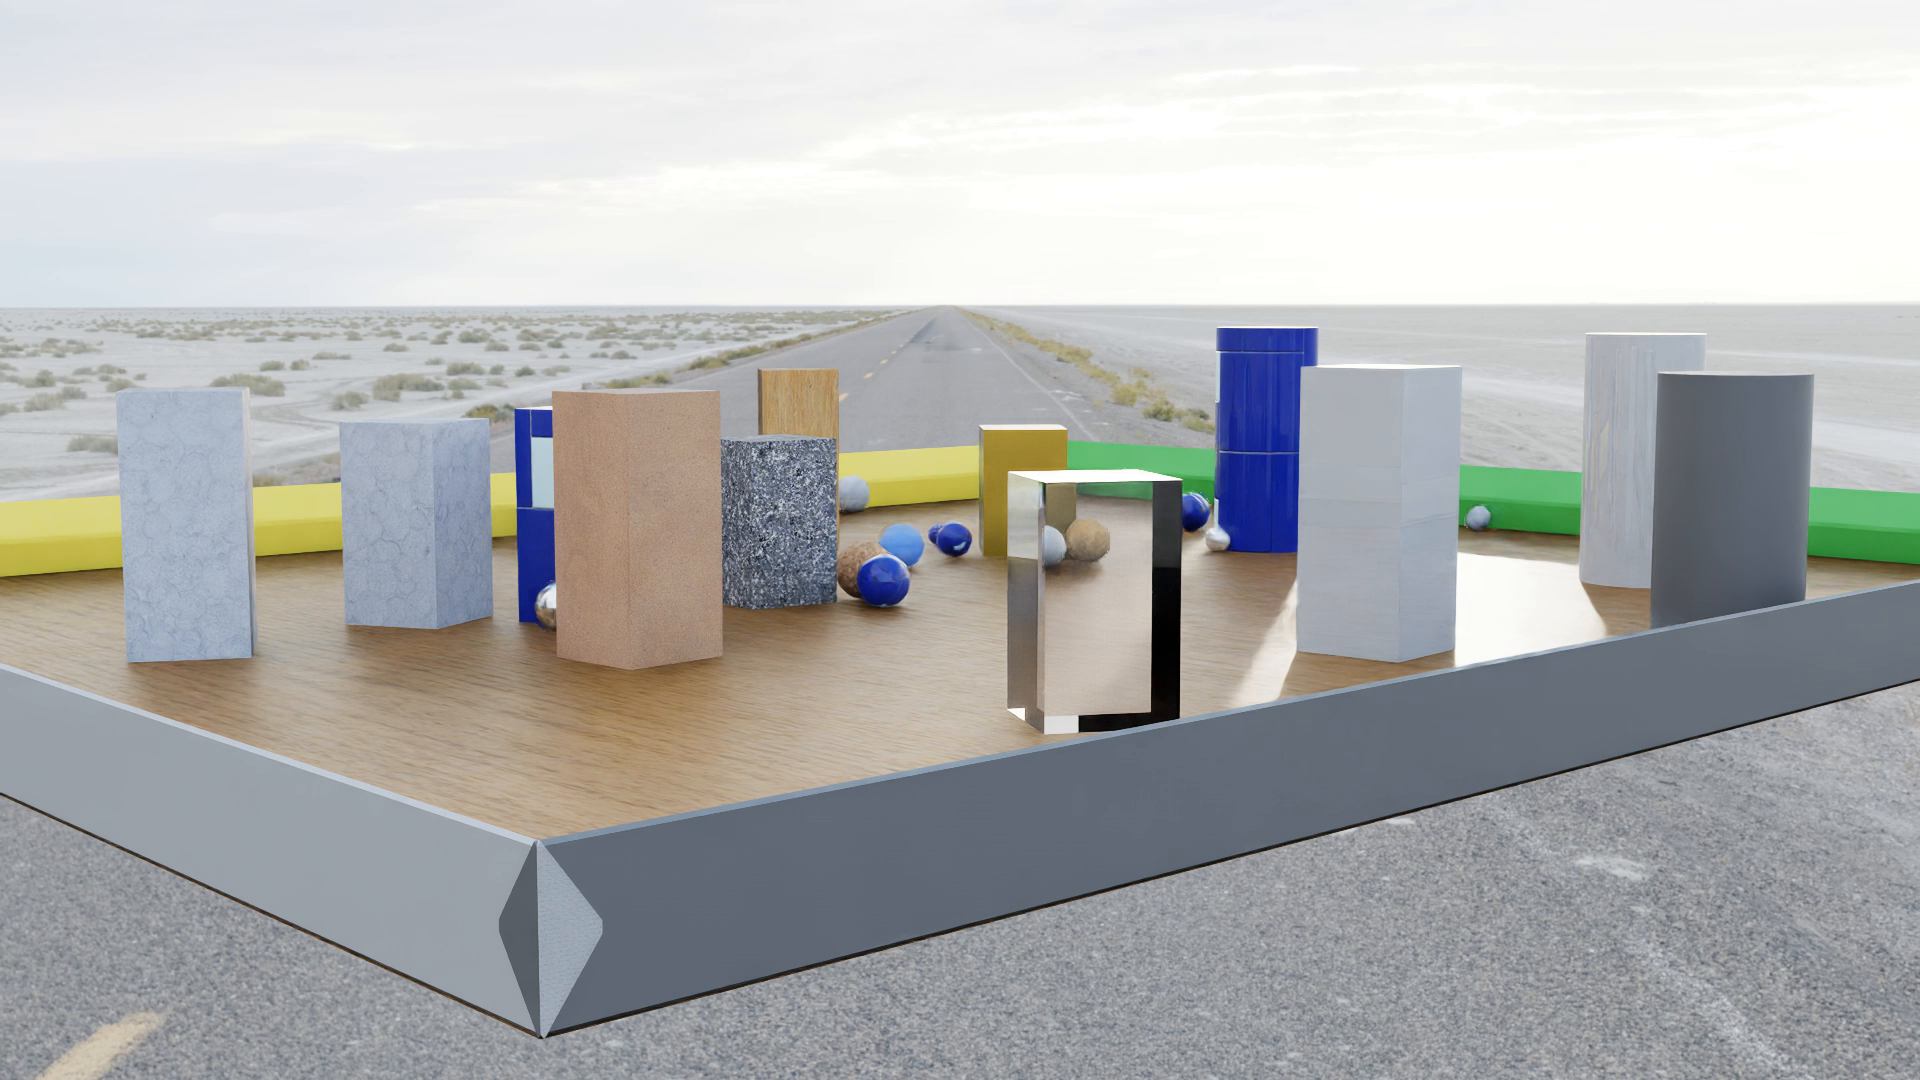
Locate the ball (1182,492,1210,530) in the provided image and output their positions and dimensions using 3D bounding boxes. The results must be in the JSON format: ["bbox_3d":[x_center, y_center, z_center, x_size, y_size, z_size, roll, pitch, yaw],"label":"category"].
[{"bbox_3d":[0.461,-0.056,4.388,0.075,0.075,0.075,0,6,0],"label":"ball"}]

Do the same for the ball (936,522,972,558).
[{"bbox_3d":[-0.010,-0.001,3.923,0.063,0.063,0.063,0,6,0],"label":"ball"}]

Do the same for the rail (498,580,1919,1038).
[{"bbox_3d":[0.868,0.131,2.397,3.101,0.121,0.045,-6,8,-42],"label":"rail"}]

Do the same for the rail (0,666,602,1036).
[{"bbox_3d":[-1.122,0.141,2.303,0.045,0.121,2.607,-6,8,-42],"label":"rail"}]

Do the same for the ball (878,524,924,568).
[{"bbox_3d":[-0.100,0.010,3.756,0.077,0.077,0.077,0,6,0],"label":"ball"}]

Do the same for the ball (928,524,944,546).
[{"bbox_3d":[-0.039,-0.010,4.115,0.041,0.041,0.041,0,6,0],"label":"ball"}]

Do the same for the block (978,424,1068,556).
[{"bbox_3d":[0.113,-0.091,3.996,0.149,0.228,0.149,0,6,-3],"label":"block"}]

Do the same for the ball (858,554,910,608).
[{"bbox_3d":[-0.113,0.061,3.268,0.079,0.079,0.079,0,6,0],"label":"ball"}]

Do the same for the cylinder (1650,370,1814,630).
[{"bbox_3d":[0.979,-0.031,2.796,0.187,0.361,0.187,0,6,0],"label":"cylinder"}]

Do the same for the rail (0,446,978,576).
[{"bbox_3d":[-0.868,-0.068,4.268,3.101,0.121,0.045,-6,8,-42],"label":"rail"}]

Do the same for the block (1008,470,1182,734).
[{"bbox_3d":[0.143,0.062,2.374,0.149,0.264,0.149,-1,6,-14],"label":"block"}]

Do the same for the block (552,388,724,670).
[{"bbox_3d":[-0.409,-0.020,2.792,0.149,0.339,0.149,6,8,42],"label":"block"}]

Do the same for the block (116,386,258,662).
[{"bbox_3d":[-0.994,-0.025,2.837,0.149,0.339,0.149,-2,6,-14],"label":"block"}]

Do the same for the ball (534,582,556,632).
[{"bbox_3d":[-0.548,0.092,3.015,0.070,0.070,0.070,0,6,0],"label":"ball"}]

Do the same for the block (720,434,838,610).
[{"bbox_3d":[-0.291,-0.031,3.331,0.149,0.248,0.149,-5,8,-37],"label":"block"}]

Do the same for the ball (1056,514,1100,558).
[{"bbox_3d":[0.210,-0.006,3.896,0.079,0.079,0.079,0,6,0],"label":"ball"}]

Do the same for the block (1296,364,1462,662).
[{"bbox_3d":[0.542,-0.040,2.846,0.149,0.368,0.149,5,8,41],"label":"block"}]

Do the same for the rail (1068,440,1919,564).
[{"bbox_3d":[1.122,-0.078,4.362,0.045,0.121,2.607,-6,8,-42],"label":"rail"}]

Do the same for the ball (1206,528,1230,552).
[{"bbox_3d":[0.470,-0.001,4.009,0.045,0.045,0.045,0,6,0],"label":"ball"}]

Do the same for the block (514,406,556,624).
[{"bbox_3d":[-0.527,-0.038,3.143,0.149,0.302,0.149,3,7,24],"label":"block"}]

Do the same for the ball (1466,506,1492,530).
[{"bbox_3d":[1.037,-0.044,4.396,0.049,0.049,0.049,0,6,0],"label":"ball"}]

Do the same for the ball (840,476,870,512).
[{"bbox_3d":[-0.237,-0.099,4.769,0.081,0.081,0.081,0,6,0],"label":"ball"}]

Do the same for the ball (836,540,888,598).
[{"bbox_3d":[-0.147,0.046,3.362,0.089,0.089,0.089,0,6,0],"label":"ball"}]

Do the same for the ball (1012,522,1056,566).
[{"bbox_3d":[0.128,0.007,3.782,0.076,0.076,0.076,0,6,0],"label":"ball"}]

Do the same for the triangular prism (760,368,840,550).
[{"bbox_3d":[-0.328,-0.148,4.037,0.162,0.332,0.140,-5,8,-38],"label":"triangular prism"}]

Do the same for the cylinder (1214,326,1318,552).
[{"bbox_3d":[0.565,-0.189,4.064,0.187,0.407,0.187,0,6,0],"label":"cylinder"}]

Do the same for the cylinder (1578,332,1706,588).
[{"bbox_3d":[1.105,-0.133,3.563,0.187,0.401,0.187,0,6,0],"label":"cylinder"}]

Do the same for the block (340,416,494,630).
[{"bbox_3d":[-0.771,-0.028,3.128,0.149,0.285,0.149,2,6,19],"label":"block"}]
